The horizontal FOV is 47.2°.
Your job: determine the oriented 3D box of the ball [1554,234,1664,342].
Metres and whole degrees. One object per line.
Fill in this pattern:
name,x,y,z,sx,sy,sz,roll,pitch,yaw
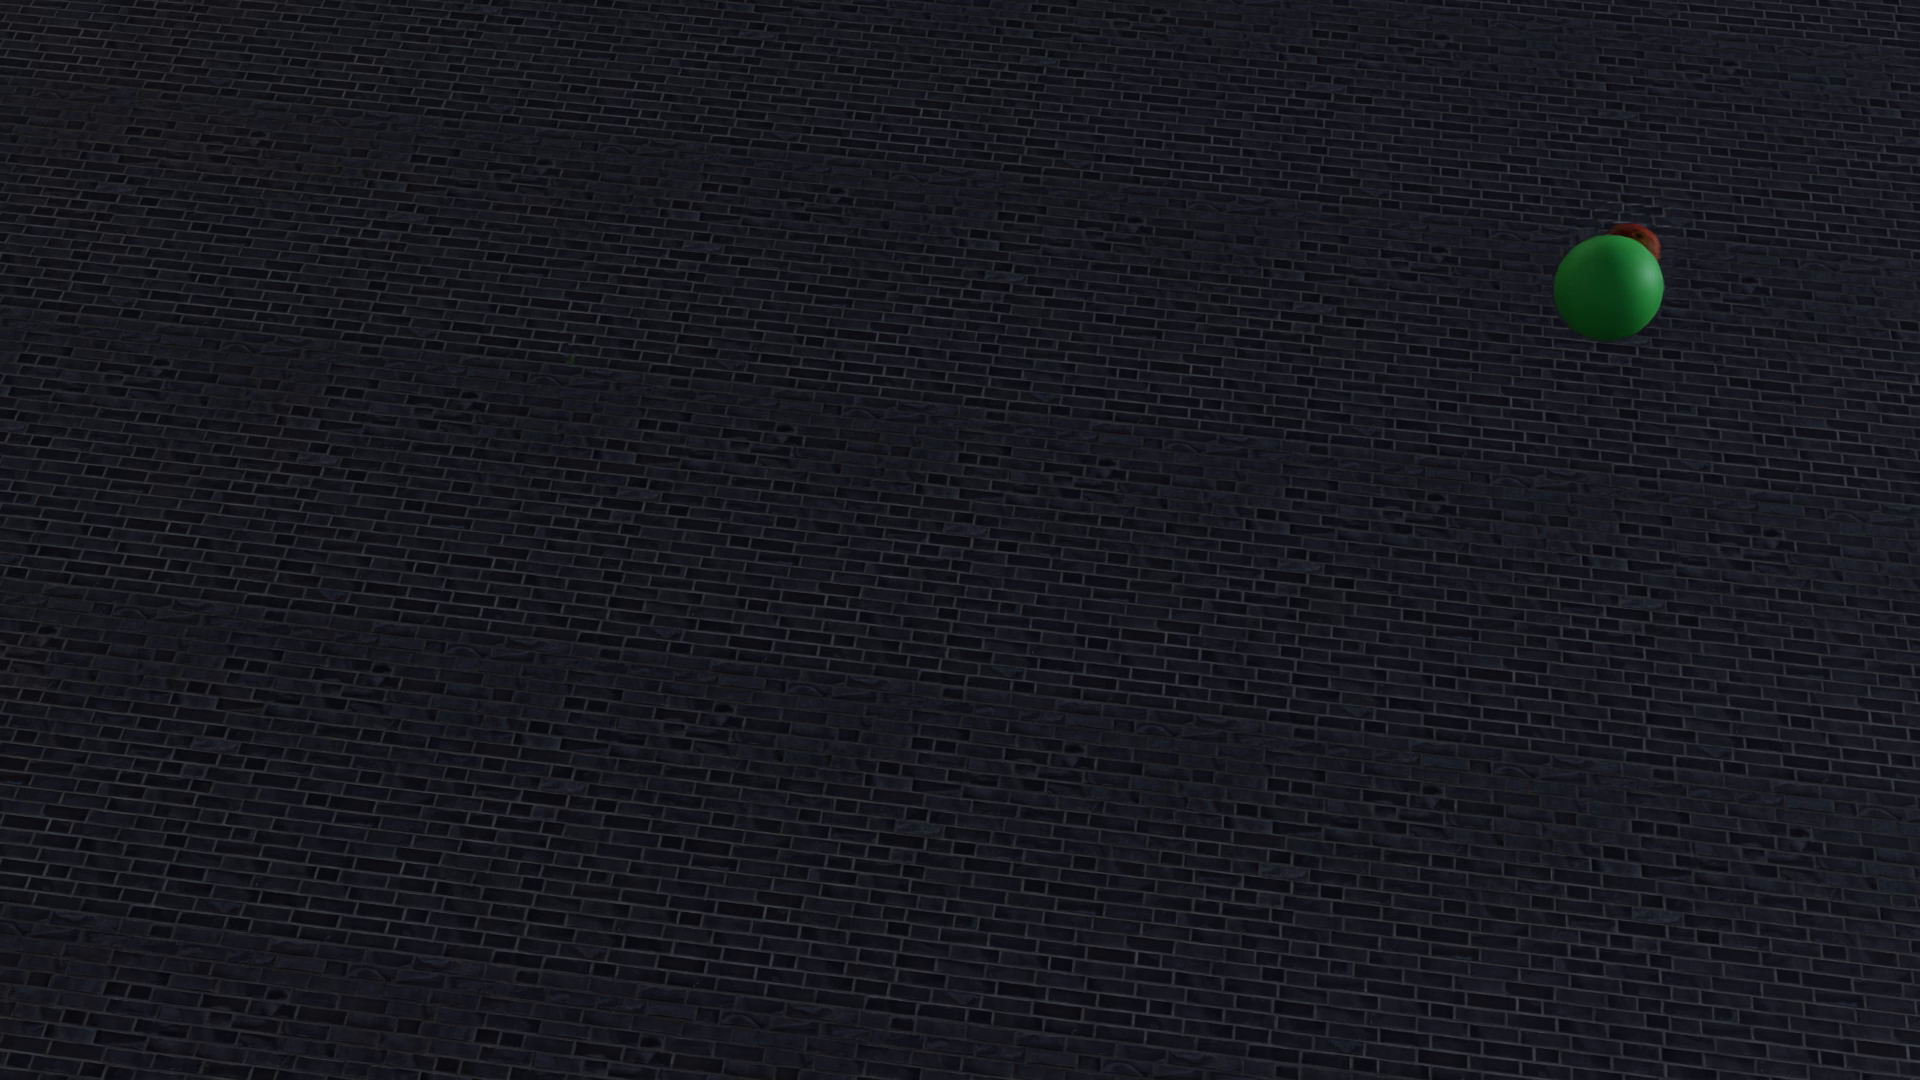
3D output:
ball,0.975,-0.379,3.307,0.160,0.160,0.160,0,56,0
